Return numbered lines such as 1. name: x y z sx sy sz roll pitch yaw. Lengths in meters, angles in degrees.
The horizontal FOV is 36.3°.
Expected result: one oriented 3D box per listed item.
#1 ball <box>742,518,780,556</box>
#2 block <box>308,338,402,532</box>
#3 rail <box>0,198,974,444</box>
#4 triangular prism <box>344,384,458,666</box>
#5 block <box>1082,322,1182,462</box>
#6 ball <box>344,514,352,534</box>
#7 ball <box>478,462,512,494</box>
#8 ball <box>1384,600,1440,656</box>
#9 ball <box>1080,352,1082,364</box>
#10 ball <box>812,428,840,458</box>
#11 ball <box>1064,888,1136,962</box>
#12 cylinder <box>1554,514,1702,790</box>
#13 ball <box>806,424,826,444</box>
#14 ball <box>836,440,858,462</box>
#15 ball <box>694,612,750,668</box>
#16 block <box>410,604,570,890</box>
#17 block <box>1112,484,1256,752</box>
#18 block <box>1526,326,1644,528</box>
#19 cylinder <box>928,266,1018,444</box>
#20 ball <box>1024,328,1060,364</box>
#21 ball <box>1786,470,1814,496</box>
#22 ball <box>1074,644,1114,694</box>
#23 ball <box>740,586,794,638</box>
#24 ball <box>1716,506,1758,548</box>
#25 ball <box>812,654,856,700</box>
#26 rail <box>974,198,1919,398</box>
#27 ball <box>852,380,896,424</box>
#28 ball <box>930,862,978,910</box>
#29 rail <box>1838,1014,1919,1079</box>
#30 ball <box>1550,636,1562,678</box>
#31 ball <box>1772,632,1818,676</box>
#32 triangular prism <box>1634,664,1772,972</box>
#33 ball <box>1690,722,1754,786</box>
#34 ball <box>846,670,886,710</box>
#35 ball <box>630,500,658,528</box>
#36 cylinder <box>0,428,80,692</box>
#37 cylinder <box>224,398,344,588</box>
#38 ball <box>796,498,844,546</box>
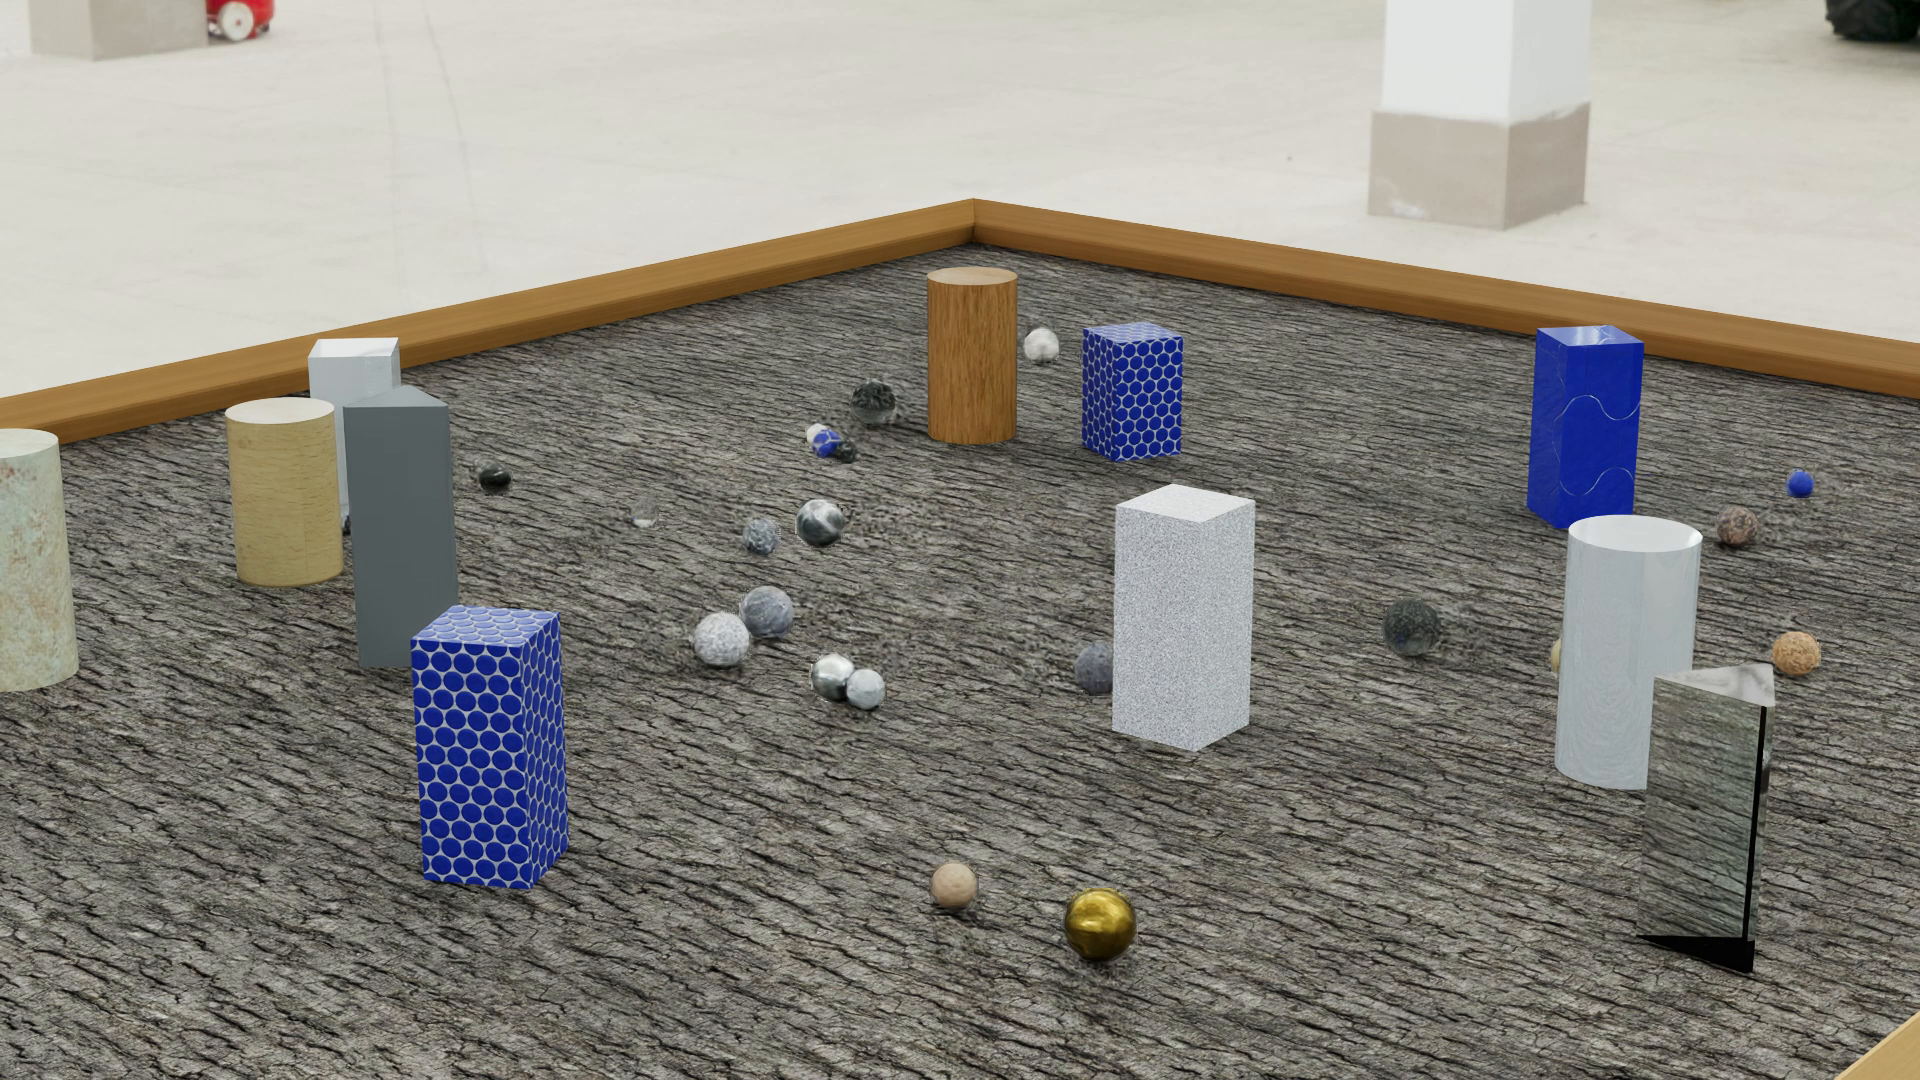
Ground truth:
1. ball: -0.362 -0.005 5.338 0.067 0.067 0.067 0 17 0
2. block: -1.131 -0.199 5.518 0.150 0.334 0.150 -1 17 -5
3. rail: -1.542 -0.357 6.402 0.045 0.122 4.869 14 22 39
4. triangular prism: -0.896 -0.024 4.765 0.163 0.435 0.141 -1 17 -2
5. block: 0.353 -0.306 6.022 0.150 0.247 0.150 -8 18 -24
6. ball: -1.126 -0.031 5.469 0.041 0.041 0.041 0 17 0
7. ball: -0.907 -0.119 5.723 0.063 0.063 0.063 0 17 0
8. ball: 0.740 0.143 4.804 0.092 0.092 0.092 0 17 0
9. ball: 0.314 -0.413 6.656 0.085 0.085 0.085 0 17 0
10. ball: -0.272 -0.198 5.993 0.058 0.058 0.058 0 17 0
11. ball: 0.176 0.483 3.680 0.091 0.091 0.091 0 17 0
12. cylinder: 0.973 0.162 4.279 0.188 0.359 0.188 0 17 0
13. ball: -0.294 -0.216 6.069 0.048 0.048 0.048 0 17 0
14. ball: -0.231 -0.180 5.954 0.045 0.045 0.045 0 17 0
15. ball: -0.386 0.162 4.746 0.090 0.090 0.090 0 17 0
16. block: -0.628 0.276 3.936 0.150 0.340 0.150 4 17 12
17. block: 0.338 0.115 4.437 0.150 0.357 0.150 13 21 36
18. block: 1.180 -0.215 5.540 0.150 0.351 0.150 -3 17 -11
19. cylinder: 0.026 -0.387 6.136 0.188 0.337 0.188 0 17 0
20. ball: 0.188 -0.449 6.779 0.082 0.082 0.082 0 17 0
21. ball: 1.638 -0.110 5.713 0.051 0.051 0.051 0 17 0
22. ball: 0.220 0.204 4.626 0.079 0.079 0.079 0 17 0
23. ball: -0.321 0.120 4.886 0.089 0.089 0.089 0 17 0
24. ball: 1.428 -0.024 5.386 0.075 0.075 0.075 0 17 0
25. ball: -0.198 0.215 4.602 0.072 0.072 0.072 0 17 0
26. rail: 1.581 -0.496 6.863 4.132 0.122 0.045 14 22 39
27. ball: -0.185 -0.293 6.243 0.094 0.094 0.094 0 17 0
28. ball: -0.008 0.452 3.834 0.061 0.061 0.061 0 17 0
29. rail: 1.542 0.418 3.839 0.045 0.122 4.869 14 22 39
30. ball: 0.982 0.188 4.674 0.082 0.082 0.082 0 17 0
31. ball: 1.342 0.182 4.710 0.072 0.072 0.072 0 17 0
32. triangular prism: 0.973 0.340 3.703 0.163 0.353 0.141 16 23 42
33. ball: 1.105 0.311 4.251 0.092 0.092 0.092 0 17 0
34. ball: -0.146 0.232 4.562 0.062 0.062 0.062 0 17 0
35. ball: -0.593 -0.049 5.511 0.051 0.051 0.051 0 17 0
36. cylinder: -1.519 0.031 4.676 0.188 0.381 0.188 0 17 0
37. cylinder: -1.197 -0.085 5.204 0.188 0.298 0.188 0 17 0
38. ball: -0.257 -0.032 5.389 0.088 0.088 0.088 0 17 0
